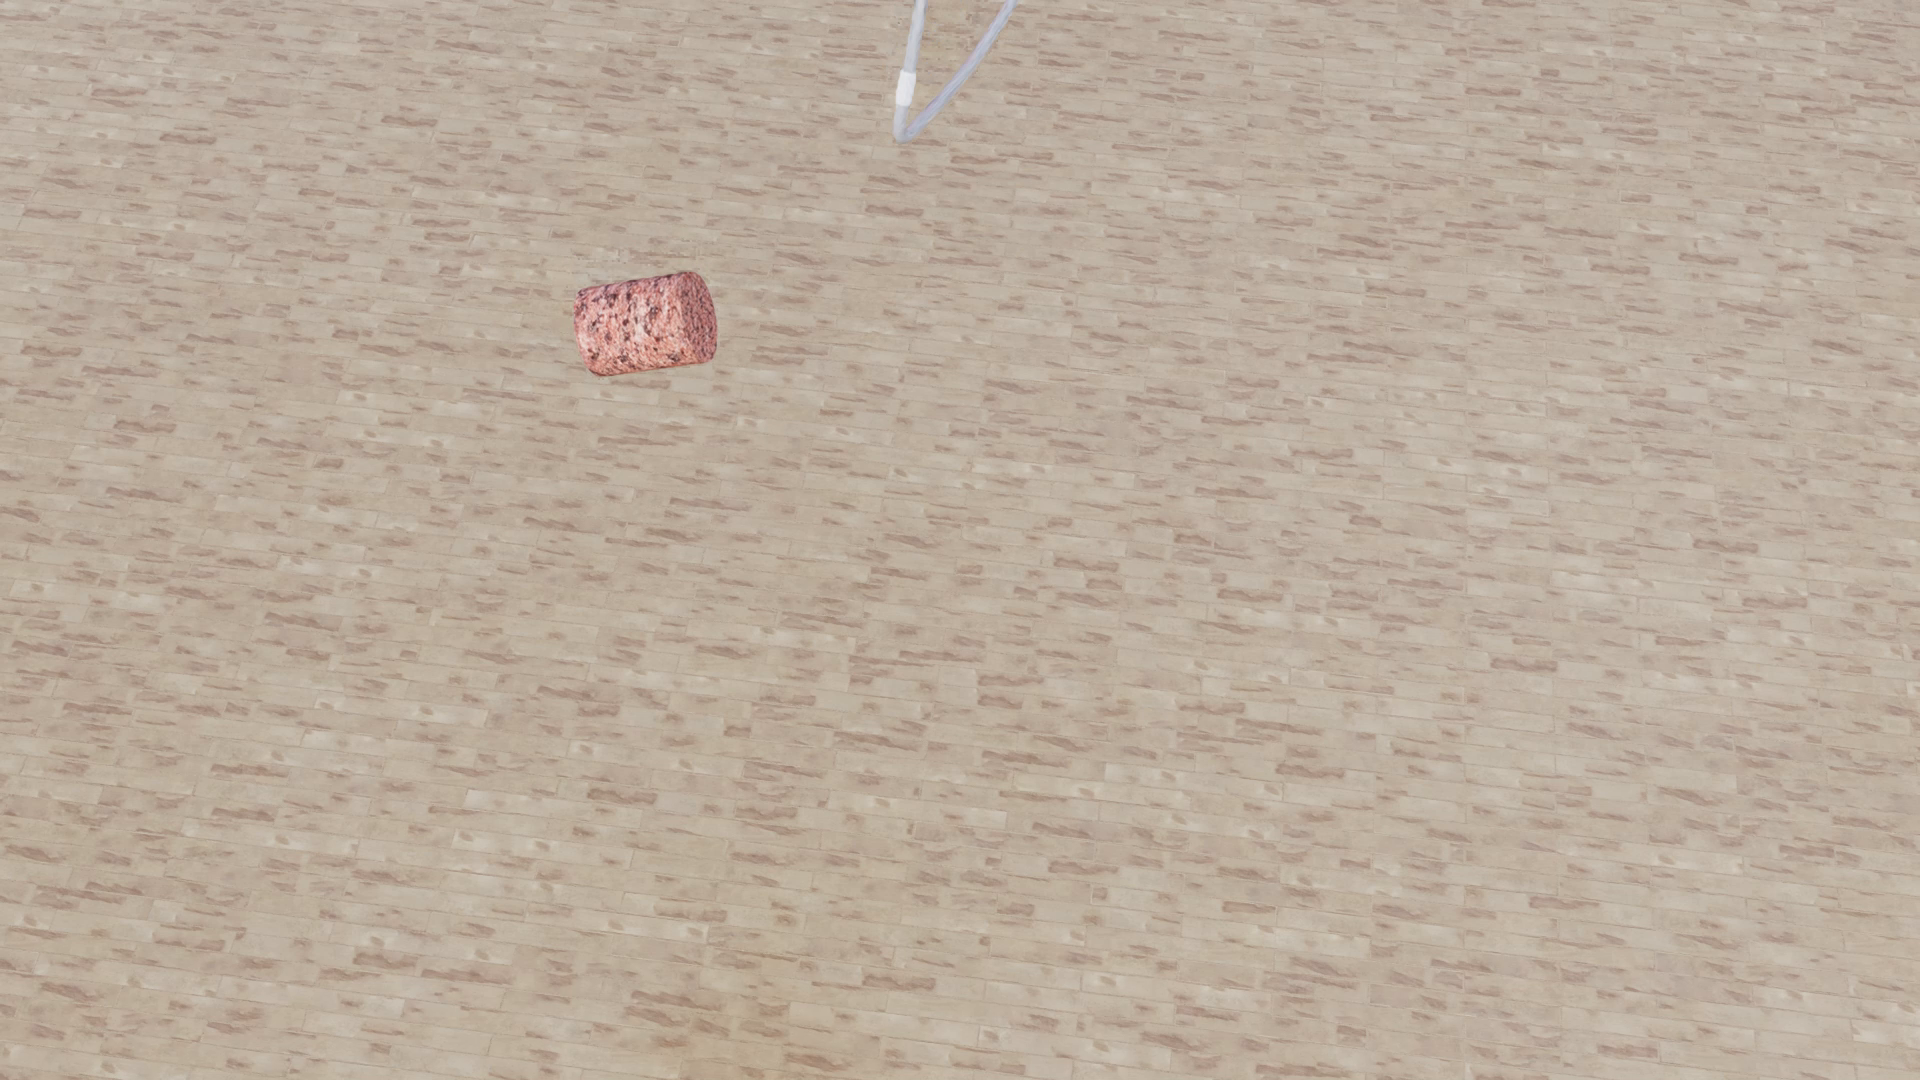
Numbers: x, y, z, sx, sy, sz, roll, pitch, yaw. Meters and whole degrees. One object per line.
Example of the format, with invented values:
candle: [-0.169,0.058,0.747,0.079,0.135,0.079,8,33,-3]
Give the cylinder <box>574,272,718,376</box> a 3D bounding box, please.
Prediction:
cylinder: [-0.572,-0.392,4.002,0.218,0.167,0.136,-6,16,20]
